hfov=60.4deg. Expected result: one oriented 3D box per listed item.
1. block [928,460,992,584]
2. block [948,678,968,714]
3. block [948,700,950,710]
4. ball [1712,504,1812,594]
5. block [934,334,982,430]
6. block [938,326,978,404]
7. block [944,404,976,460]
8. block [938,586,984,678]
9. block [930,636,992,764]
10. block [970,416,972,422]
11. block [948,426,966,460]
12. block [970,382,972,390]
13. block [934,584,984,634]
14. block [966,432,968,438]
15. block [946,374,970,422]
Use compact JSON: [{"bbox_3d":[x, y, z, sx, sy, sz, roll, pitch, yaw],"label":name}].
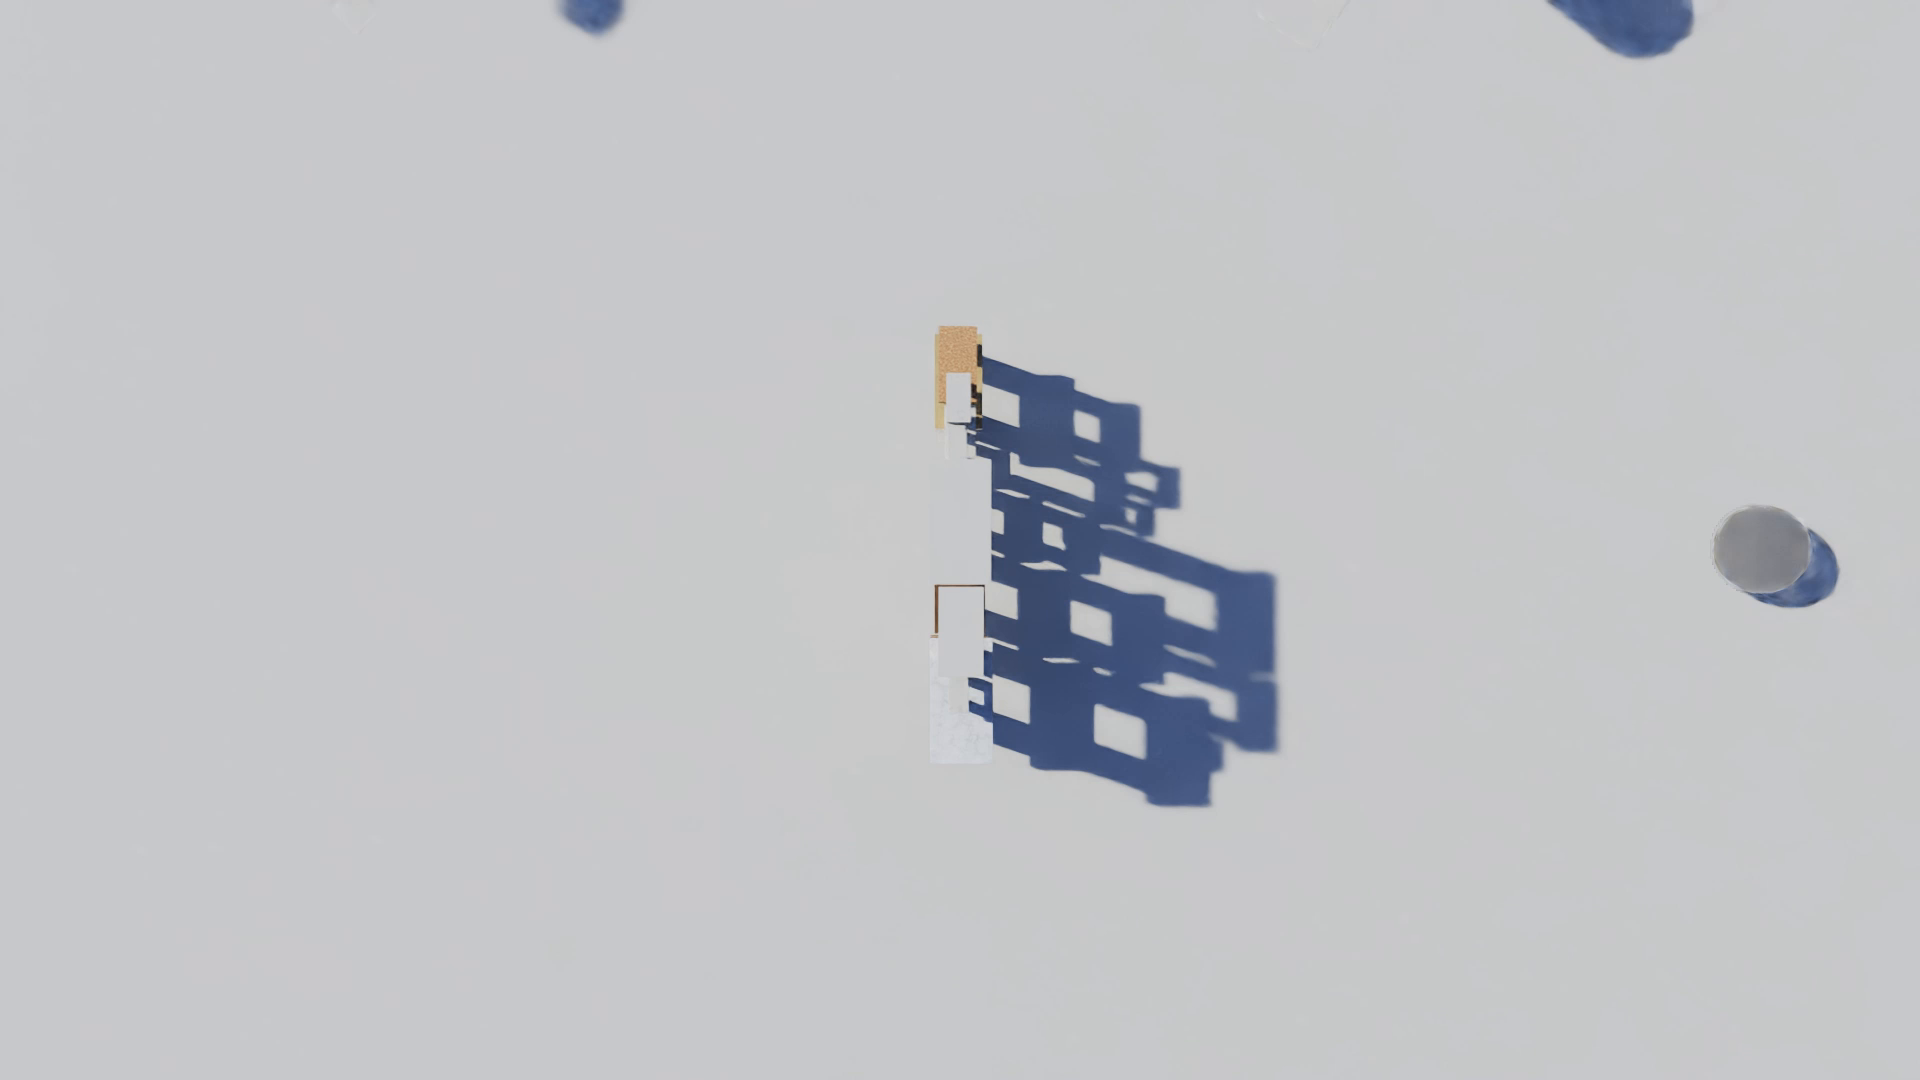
[{"bbox_3d":[0.000,-0.049,4.474,0.169,0.048,0.338,0,90,1],"label":"block"},{"bbox_3d":[-0.004,0.427,4.578,0.054,0.015,0.109,-1,90,0],"label":"block"},{"bbox_3d":[-0.004,0.463,4.640,0.054,0.109,0.015,-1,90,0],"label":"block"},{"bbox_3d":[2.602,0.030,5.355,0.290,0.290,0.290,0,90,0],"label":"ball"},{"bbox_3d":[-0.004,-0.496,5.182,0.149,0.042,0.297,0,90,1],"label":"block"},{"bbox_3d":[-0.006,-0.523,4.919,0.113,0.032,0.226,0,90,1],"label":"block"},{"bbox_3d":[0.001,-0.313,4.963,0.093,0.026,0.185,0,90,1],"label":"block"},{"bbox_3d":[0.003,0.246,4.435,0.121,0.034,0.242,0,90,0],"label":"block"},{"bbox_3d":[0.004,0.458,4.720,0.179,0.051,0.358,0,90,0],"label":"block"},{"bbox_3d":[-0.003,-0.363,4.856,0.071,0.188,0.020,0,90,1],"label":"block"},{"bbox_3d":[-0.008,-0.279,4.829,0.056,0.016,0.112,0,90,1],"label":"block"},{"bbox_3d":[-0.003,-0.456,4.833,0.071,0.141,0.020,0,90,1],"label":"block"},{"bbox_3d":[-0.001,0.126,4.857,0.148,0.042,0.295,0,90,0],"label":"block"},{"bbox_3d":[-0.008,-0.316,4.893,0.056,0.113,0.016,0,90,1],"label":"block"},{"bbox_3d":[-0.004,-0.409,4.752,0.071,0.020,0.141,0,90,1],"label":"block"}]
